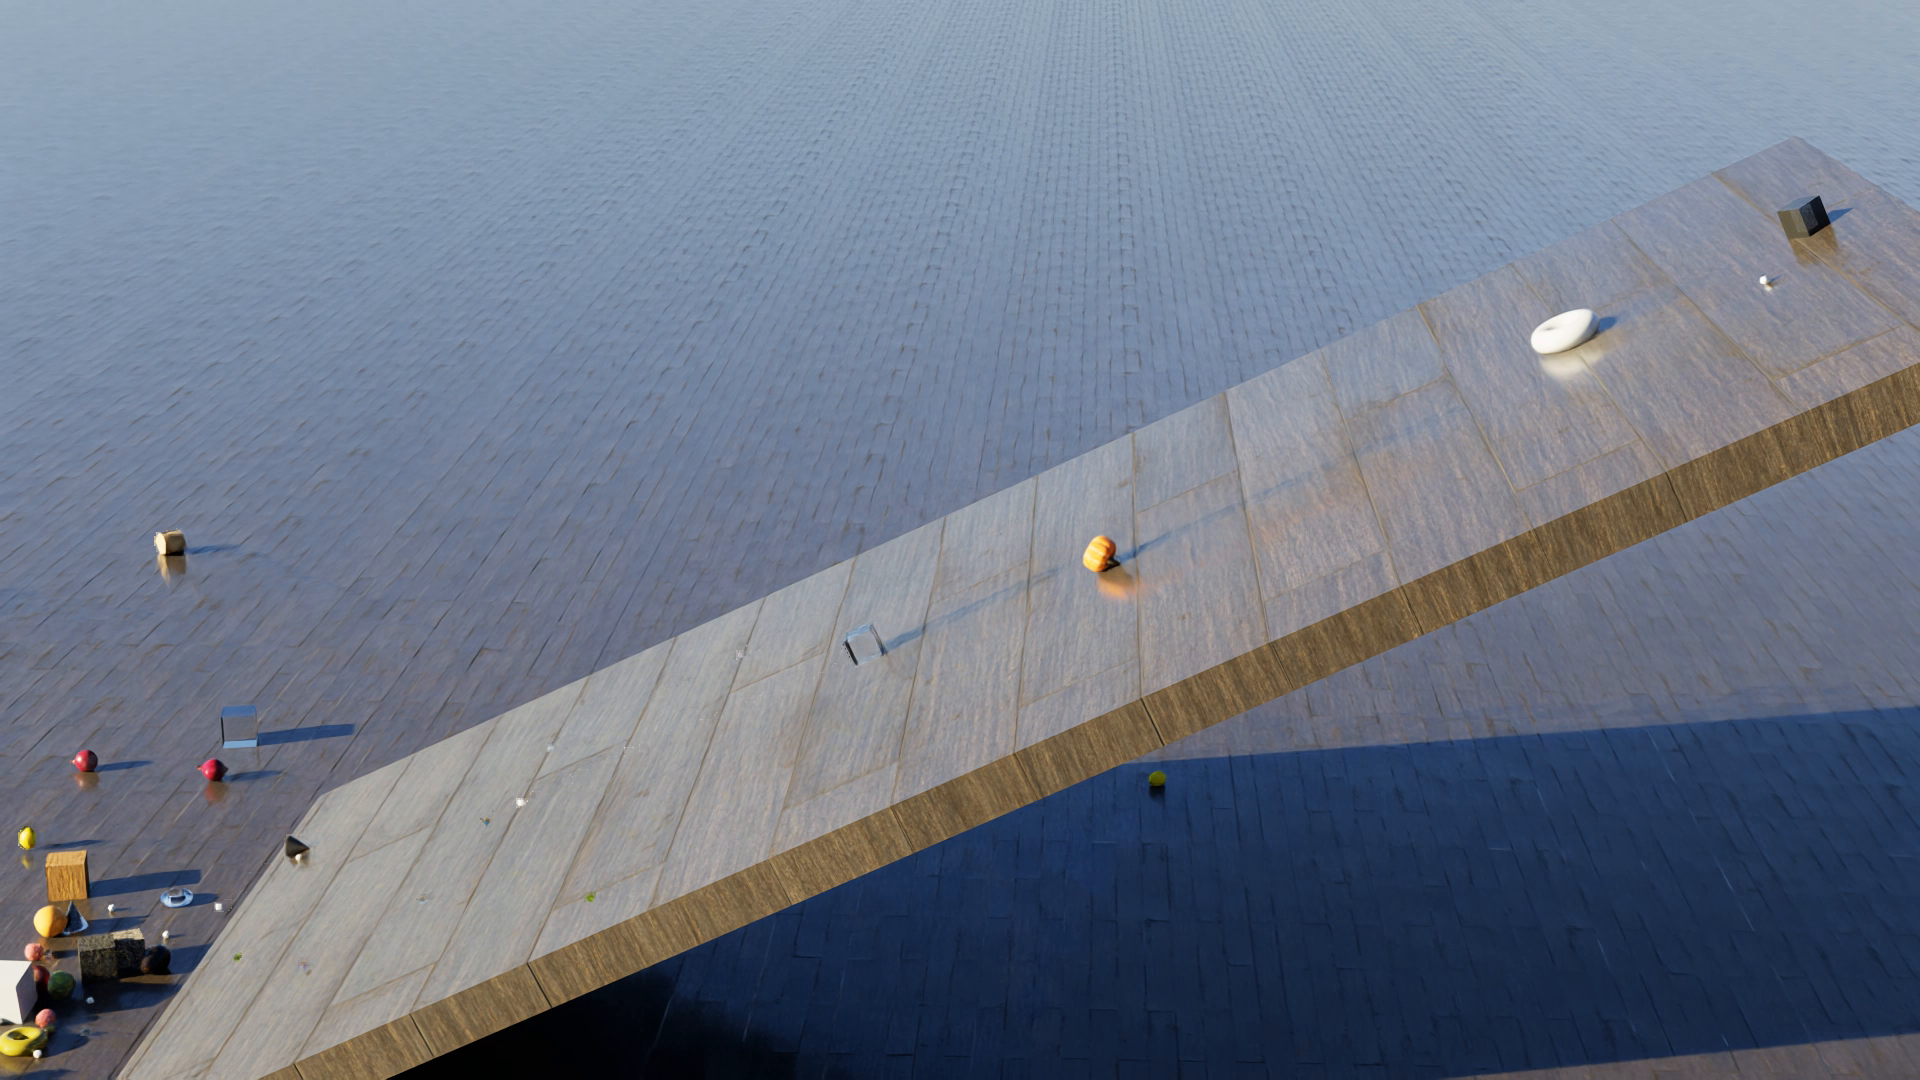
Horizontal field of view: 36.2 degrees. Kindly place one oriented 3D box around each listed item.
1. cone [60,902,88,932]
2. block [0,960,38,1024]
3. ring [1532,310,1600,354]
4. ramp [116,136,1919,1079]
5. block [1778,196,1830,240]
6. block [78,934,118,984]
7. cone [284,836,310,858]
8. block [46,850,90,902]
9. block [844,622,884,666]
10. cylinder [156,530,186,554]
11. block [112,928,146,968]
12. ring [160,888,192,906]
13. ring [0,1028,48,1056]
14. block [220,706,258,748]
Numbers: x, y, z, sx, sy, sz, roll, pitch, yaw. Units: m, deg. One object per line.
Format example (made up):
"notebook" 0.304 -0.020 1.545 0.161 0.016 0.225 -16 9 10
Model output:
"cone" -2.098 0.883 6.954 0.067 0.067 0.067 0 16 0
"block" -2.102 0.995 6.476 0.097 0.097 0.097 1 26 4
"ring" 1.266 -0.435 6.147 0.148 0.049 0.148 -24 14 6
"ramp" 0.136 0.169 6.282 4.000 0.100 2.000 -24 13 9
"block" 1.749 -0.669 6.097 0.064 0.064 0.064 -32 14 -23
"block" -1.961 0.952 6.688 0.079 0.079 0.079 -5 17 -19
"cone" -1.587 0.739 7.071 0.053 0.053 0.053 -2 15 15
"block" -2.169 0.816 7.149 0.090 0.090 0.090 -3 16 -11
"block" -0.207 0.225 6.353 0.063 0.063 0.063 -24 13 8
"cylinder" -2.692 0.009 10.031 0.071 0.071 0.071 -13 20 -40
"block" -1.912 0.939 6.763 0.064 0.064 0.064 -7 17 -24
"ring" -1.891 0.864 7.101 0.077 0.026 0.077 1 17 0
"ring" -2.015 1.079 6.326 0.103 0.034 0.103 0 15 0
"block" -2.006 0.520 8.194 0.091 0.091 0.091 -3 16 -9
